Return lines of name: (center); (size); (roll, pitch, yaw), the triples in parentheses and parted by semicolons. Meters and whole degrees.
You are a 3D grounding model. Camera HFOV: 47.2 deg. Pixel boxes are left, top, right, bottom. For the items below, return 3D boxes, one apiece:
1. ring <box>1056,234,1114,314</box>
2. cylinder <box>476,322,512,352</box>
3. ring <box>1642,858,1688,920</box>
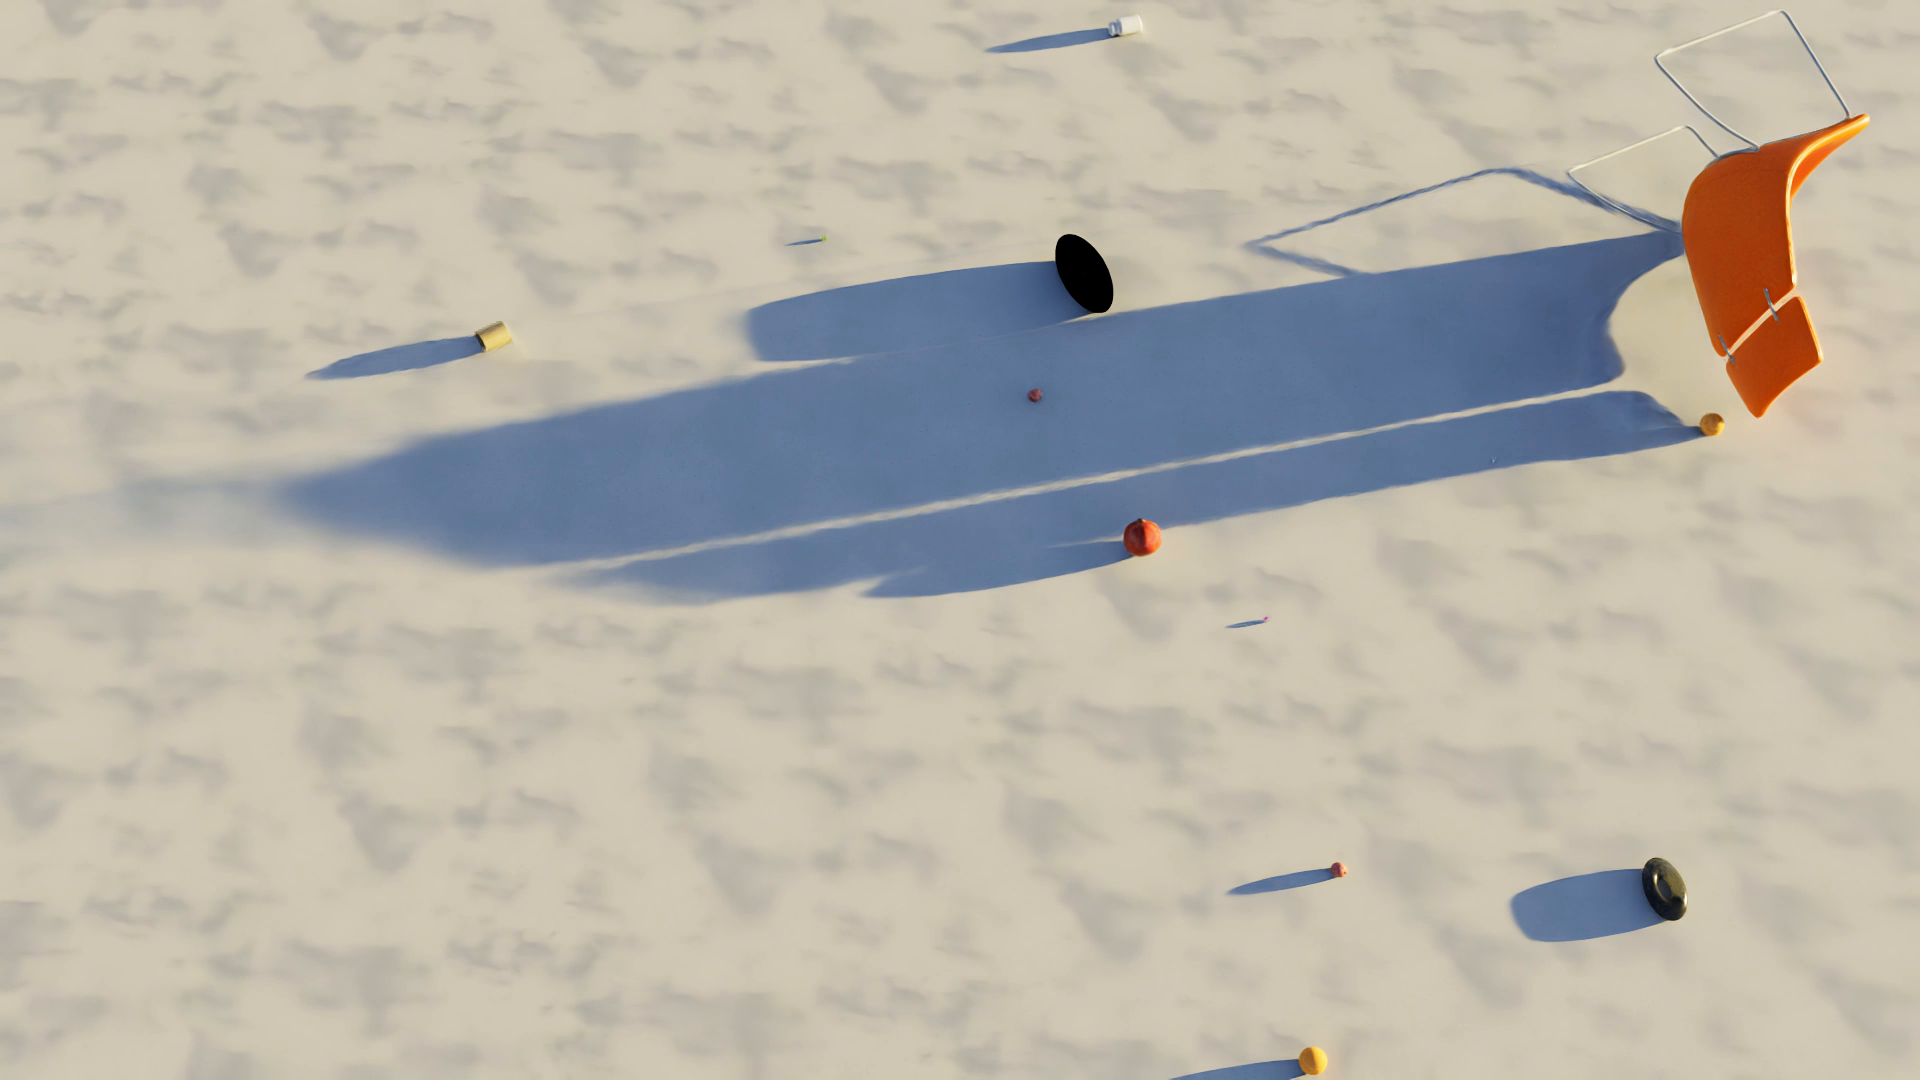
ring: (0.399, -0.857, 7.070); (0.139, 0.134, 0.310); (-23, 58, -11)
cylinder: (-1.476, -0.642, 6.962); (0.087, 0.067, 0.084); (-28, 33, -17)
ring: (1.896, 0.939, 5.915); (0.110, 0.050, 0.184); (-8, 57, -4)
